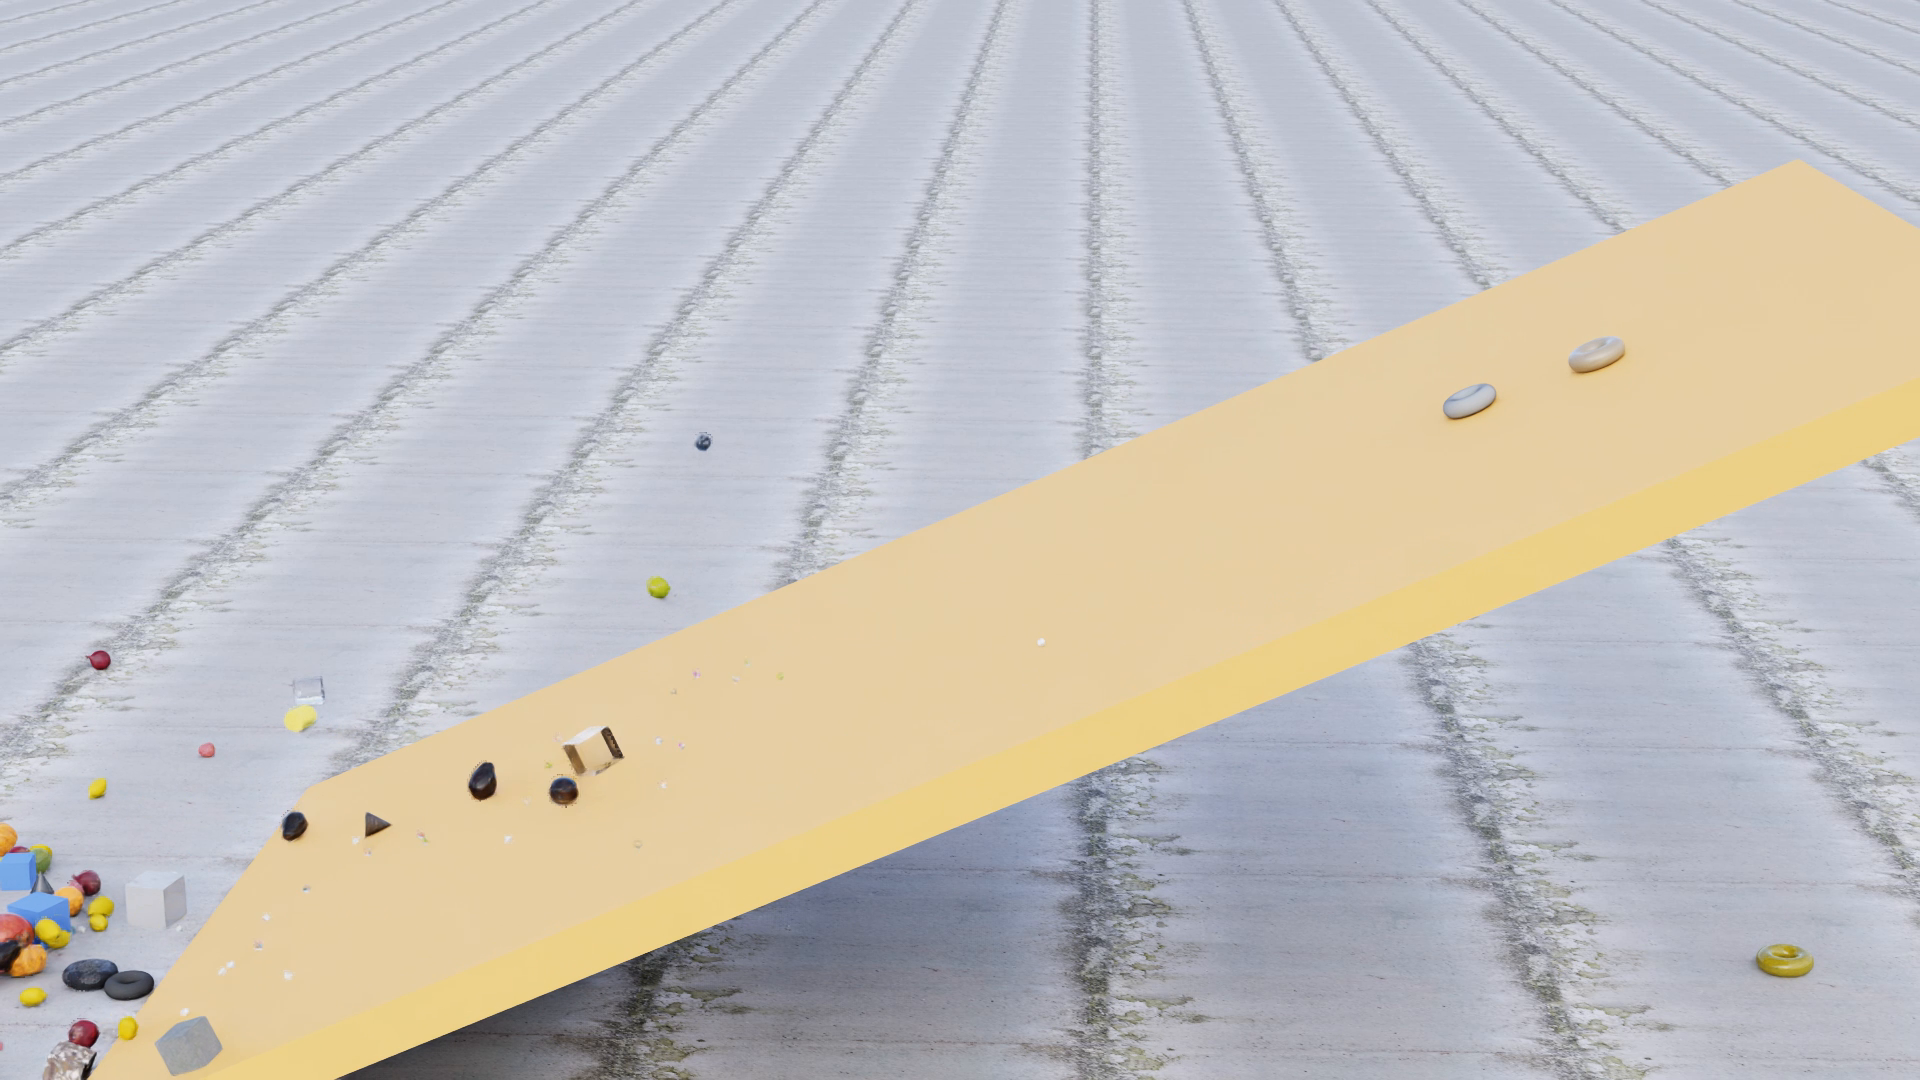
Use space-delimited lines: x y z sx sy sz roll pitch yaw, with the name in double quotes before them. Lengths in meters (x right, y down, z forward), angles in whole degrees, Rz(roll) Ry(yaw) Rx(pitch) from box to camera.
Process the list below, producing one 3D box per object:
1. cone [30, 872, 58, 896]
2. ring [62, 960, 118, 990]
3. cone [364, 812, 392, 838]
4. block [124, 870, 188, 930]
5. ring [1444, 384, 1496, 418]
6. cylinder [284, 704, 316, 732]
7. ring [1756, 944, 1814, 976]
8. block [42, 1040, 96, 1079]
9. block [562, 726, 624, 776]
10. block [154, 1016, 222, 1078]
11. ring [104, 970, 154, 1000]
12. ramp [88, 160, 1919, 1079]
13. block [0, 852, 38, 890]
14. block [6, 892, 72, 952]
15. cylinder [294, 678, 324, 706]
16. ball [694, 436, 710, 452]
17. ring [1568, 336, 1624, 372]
"cone" -2.174 0.829 6.965 0.099 0.099 0.099 0 15 0
"ring" -1.939 0.969 6.557 0.122 0.041 0.122 1 14 0
"cone" -1.335 0.655 6.763 0.061 0.061 0.061 1 15 -8
"block" -1.887 0.845 6.905 0.099 0.099 0.099 4 16 14
"ring" 1.057 -0.288 6.103 0.116 0.039 0.116 -25 12 5
"cylinder" -1.851 0.501 8.255 0.062 0.062 0.062 6 15 22
"ring" 1.860 0.948 6.632 0.128 0.043 0.128 -1 15 0
"block" -1.825 1.083 6.022 0.076 0.076 0.076 18 15 -1
"block" -0.802 0.462 6.430 0.081 0.081 0.081 -33 15 -34
"block" -1.480 0.971 5.644 0.076 0.076 0.076 -18 14 26
"ring" -1.838 0.985 6.506 0.108 0.036 0.108 0 16 0
"ramp" 0.132 0.170 6.284 4.000 0.100 2.000 -23 13 8
"block" -2.279 0.803 7.118 0.069 0.069 0.069 -1 15 -4
"block" -2.123 0.879 6.782 0.096 0.096 0.096 7 17 25
"cylinder" -1.875 0.437 8.465 0.076 0.076 0.076 -6 16 -20
"ball" -1.008 -0.380 11.529 0.063 0.063 0.063 0 15 0
"ring" 1.302 -0.380 6.015 0.120 0.040 0.120 -23 14 6
